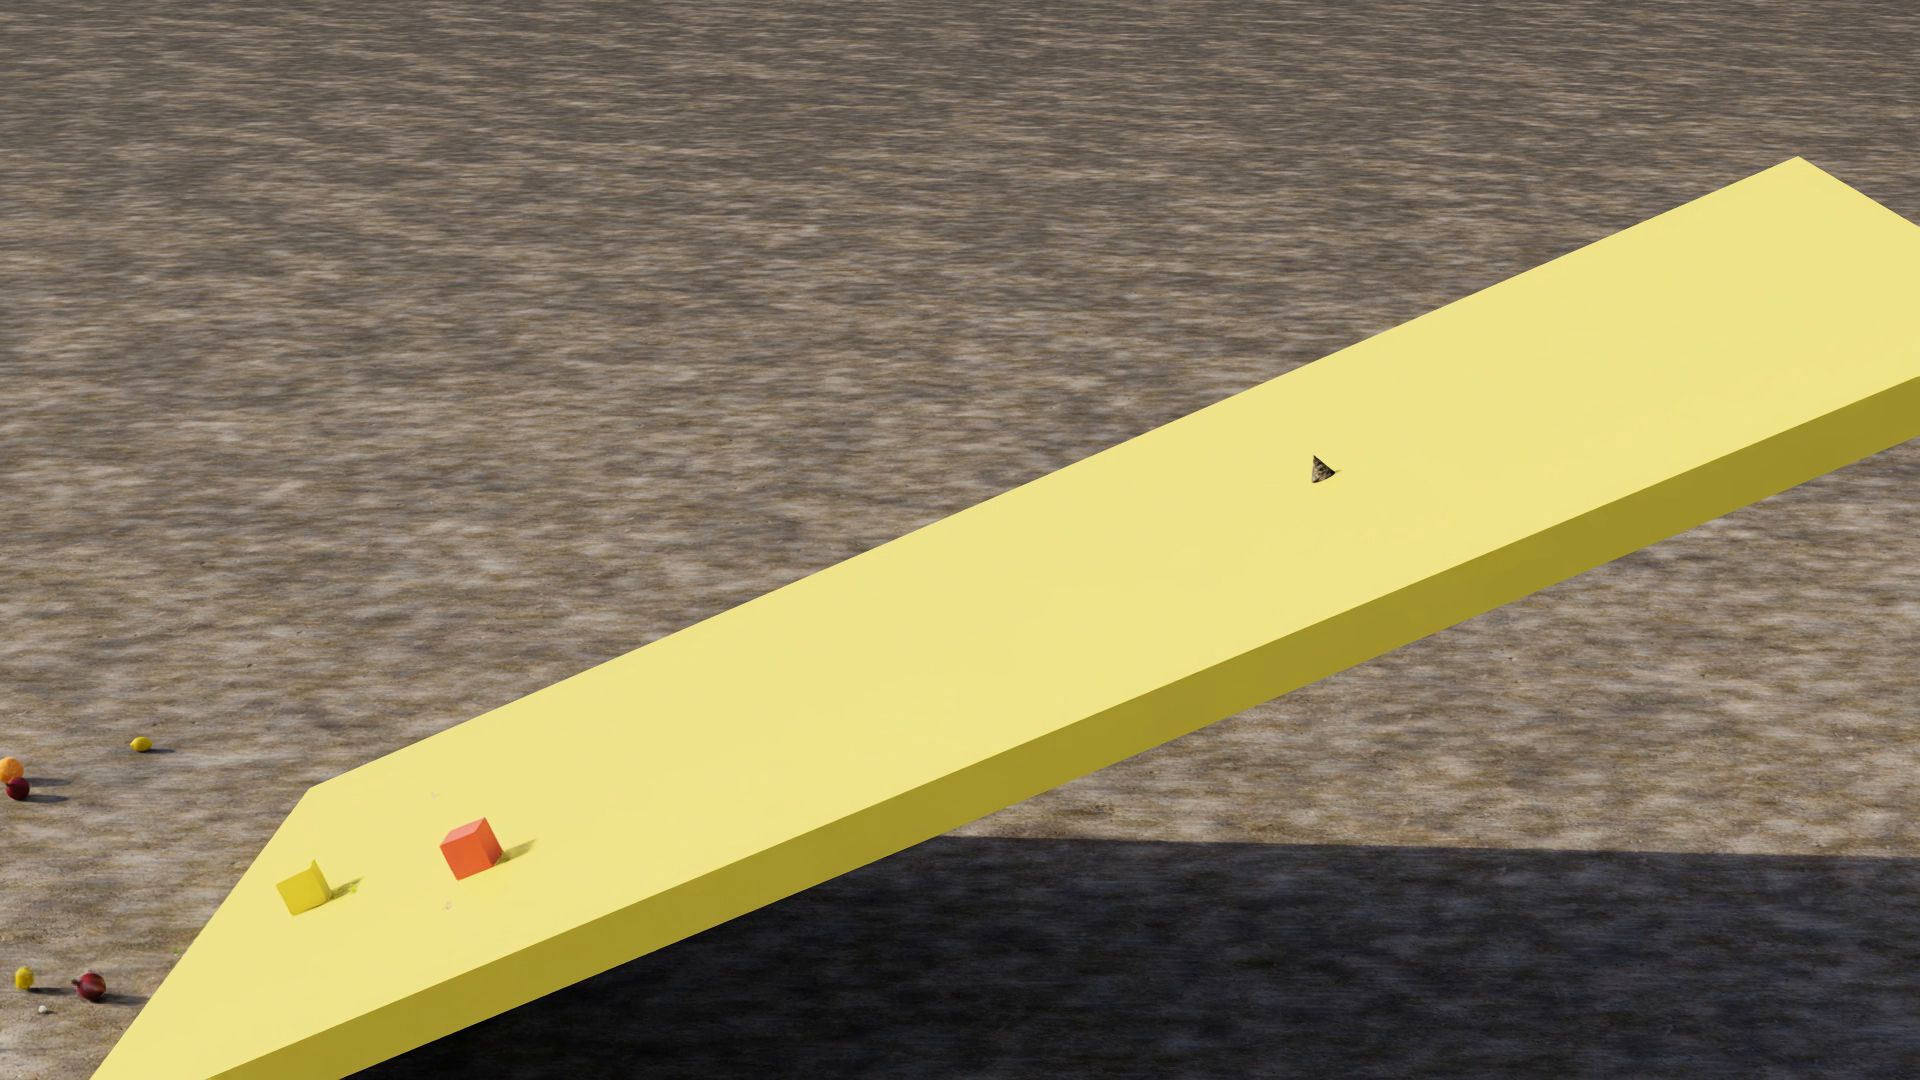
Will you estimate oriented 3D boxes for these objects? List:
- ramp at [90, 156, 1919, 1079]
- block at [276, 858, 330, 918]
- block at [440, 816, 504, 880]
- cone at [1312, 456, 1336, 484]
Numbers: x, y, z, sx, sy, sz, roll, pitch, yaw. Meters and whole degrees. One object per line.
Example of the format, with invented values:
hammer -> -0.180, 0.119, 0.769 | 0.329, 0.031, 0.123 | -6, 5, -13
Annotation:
ramp -> 0.132, 0.170, 6.284 | 4.000, 0.100, 2.000 | -23, 13, 8
block -> -1.434, 0.758, 6.421 | 0.083, 0.083, 0.083 | -25, 13, -2
block -> -1.014, 0.641, 6.105 | 0.085, 0.085, 0.085 | -22, 13, 12
cone -> 0.743, -0.154, 6.101 | 0.053, 0.053, 0.053 | -24, 13, 6
